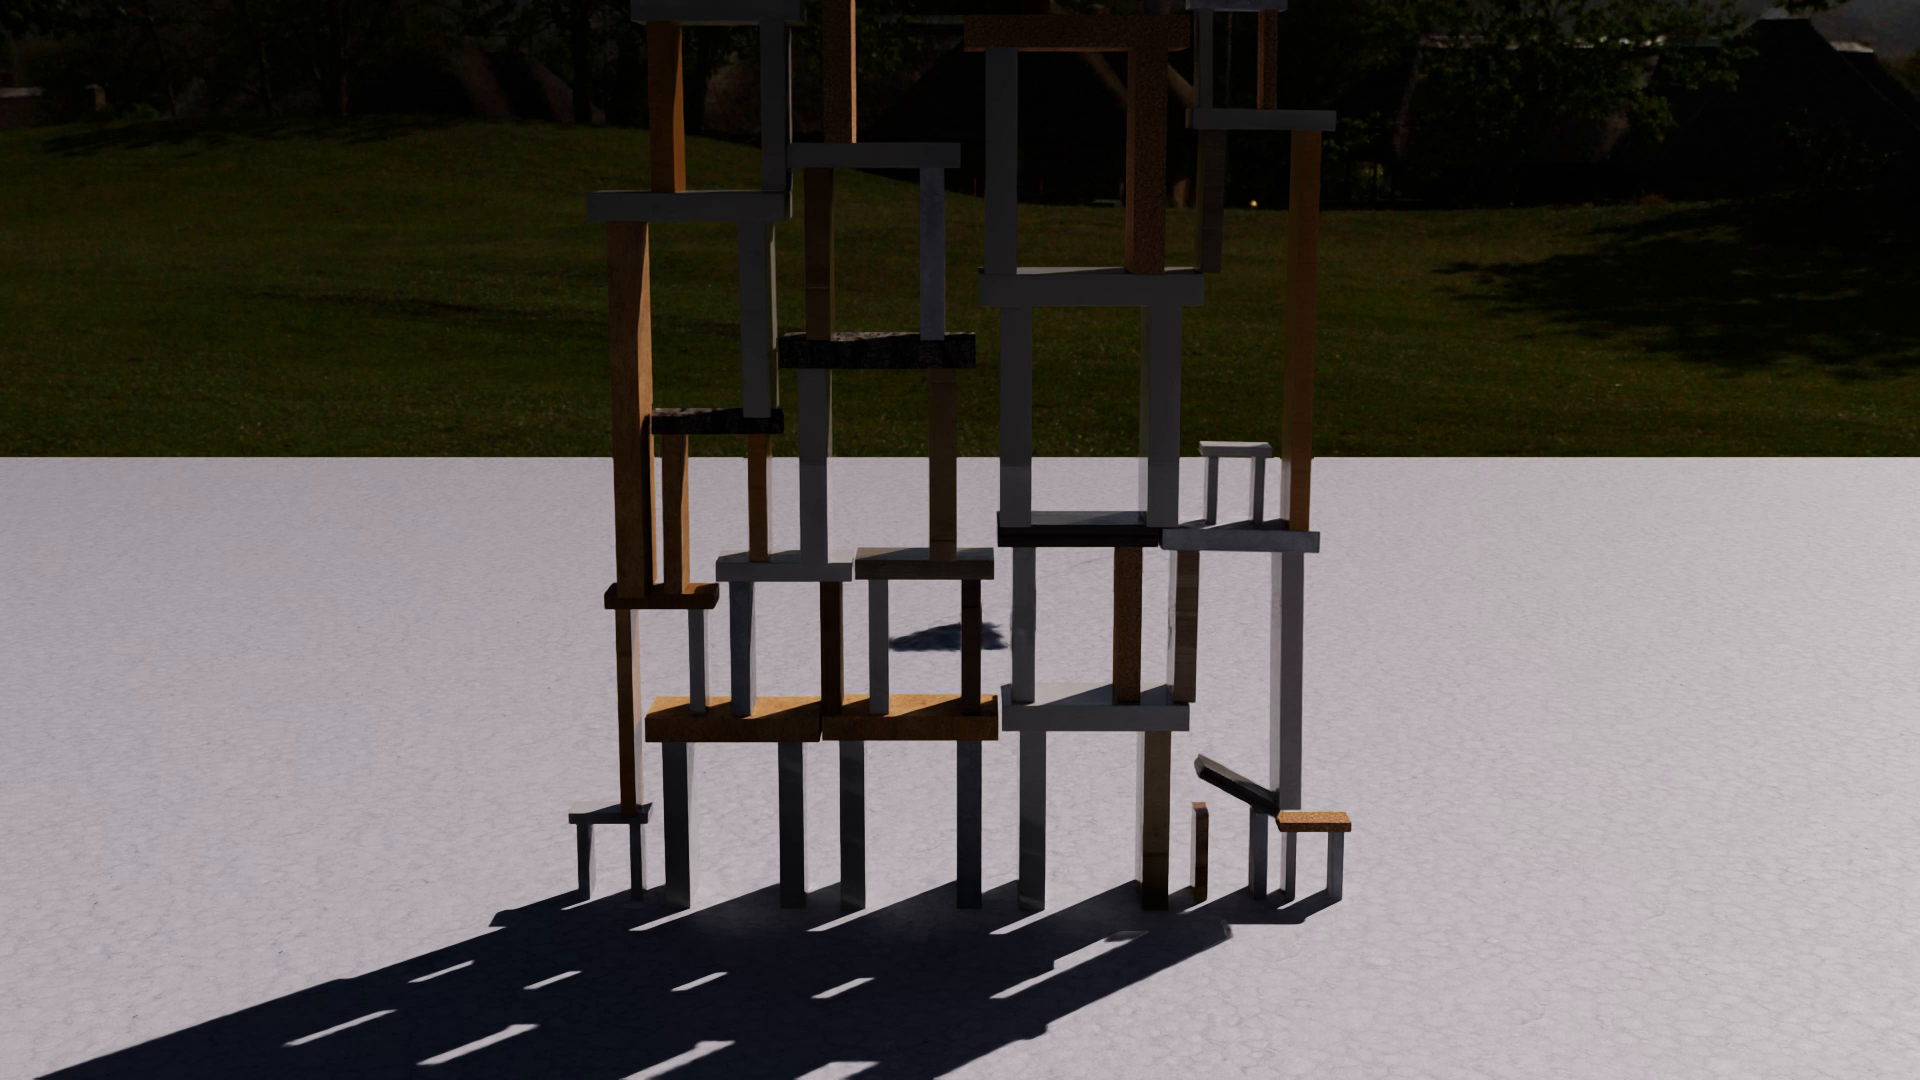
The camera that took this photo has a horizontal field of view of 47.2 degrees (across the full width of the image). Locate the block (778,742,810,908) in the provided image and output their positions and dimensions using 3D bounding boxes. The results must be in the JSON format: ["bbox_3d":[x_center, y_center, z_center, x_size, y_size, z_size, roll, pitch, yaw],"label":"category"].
[{"bbox_3d":[-0.274,0.452,3.643,0.040,0.281,0.140,0,11,0],"label":"block"}]

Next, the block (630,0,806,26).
[{"bbox_3d":[-0.372,-0.818,3.402,0.257,0.036,0.129,0,10,0],"label":"block"}]

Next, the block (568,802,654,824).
[{"bbox_3d":[-0.578,0.452,3.647,0.131,0.018,0.065,0,11,0],"label":"block"}]

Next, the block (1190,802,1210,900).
[{"bbox_3d":[0.398,0.517,3.660,0.021,0.148,0.074,0,11,0],"label":"block"}]

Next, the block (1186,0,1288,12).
[{"bbox_3d":[0.428,-0.831,3.404,0.149,0.021,0.075,1,10,0],"label":"block"}]

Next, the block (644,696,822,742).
[{"bbox_3d":[-0.368,0.294,3.613,0.281,0.040,0.140,0,11,0],"label":"block"}]

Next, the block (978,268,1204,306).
[{"bbox_3d":[0.204,-0.403,3.488,0.348,0.049,0.174,0,11,0],"label":"block"}]

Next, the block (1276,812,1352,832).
[{"bbox_3d":[0.585,0.467,3.644,0.117,0.017,0.059,0,11,0],"label":"block"}]

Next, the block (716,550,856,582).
[{"bbox_3d":[-0.282,0.042,3.566,0.218,0.031,0.109,0,11,0],"label":"block"}]

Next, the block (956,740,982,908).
[{"bbox_3d":[0.015,0.450,3.642,0.040,0.284,0.142,0,11,0],"label":"block"}]

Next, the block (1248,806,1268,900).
[{"bbox_3d":[0.496,0.516,3.660,0.021,0.148,0.074,0,11,0],"label":"block"}]

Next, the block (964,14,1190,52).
[{"bbox_3d":[0.177,-0.786,3.413,0.342,0.048,0.171,0,11,0],"label":"block"}]

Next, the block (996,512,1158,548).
[{"bbox_3d":[0.188,-0.018,3.560,0.256,0.036,0.128,0,11,0],"label":"block"}]

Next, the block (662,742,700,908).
[{"bbox_3d":[-0.461,0.452,3.643,0.040,0.281,0.140,0,11,0],"label":"block"}]

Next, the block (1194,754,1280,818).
[{"bbox_3d":[0.459,0.406,3.639,0.148,0.021,0.074,28,9,-5],"label":"block"}]

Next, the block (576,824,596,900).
[{"bbox_3d":[-0.622,0.525,3.661,0.018,0.130,0.065,0,11,0],"label":"block"}]

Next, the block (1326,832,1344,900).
[{"bbox_3d":[0.624,0.533,3.656,0.017,0.117,0.059,0,11,0],"label":"block"}]

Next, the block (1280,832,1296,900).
[{"bbox_3d":[0.546,0.533,3.656,0.017,0.117,0.059,0,11,0],"label":"block"}]

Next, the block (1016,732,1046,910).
[{"bbox_3d":[0.118,0.442,3.638,0.043,0.301,0.151,0,11,0],"label":"block"}]

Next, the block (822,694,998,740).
[{"bbox_3d":[-0.080,0.291,3.612,0.284,0.040,0.142,0,11,0],"label":"block"}]

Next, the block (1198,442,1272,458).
[{"bbox_3d":[0.443,-0.146,3.534,0.112,0.016,0.056,1,11,0],"label":"block"}]

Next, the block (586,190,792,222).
[{"bbox_3d":[-0.422,-0.526,3.458,0.304,0.043,0.152,0,10,0],"label":"block"}]

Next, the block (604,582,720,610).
[{"bbox_3d":[-0.483,0.091,3.572,0.175,0.025,0.088,0,11,0],"label":"block"}]

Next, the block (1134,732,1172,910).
[{"bbox_3d":[0.319,0.442,3.638,0.043,0.302,0.151,0,11,0],"label":"block"}]

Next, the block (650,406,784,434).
[{"bbox_3d":[-0.388,-0.191,3.519,0.207,0.029,0.103,-1,11,-6],"label":"block"}]

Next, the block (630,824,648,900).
[{"bbox_3d":[-0.535,0.525,3.661,0.018,0.130,0.065,0,11,0],"label":"block"}]

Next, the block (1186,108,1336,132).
[{"bbox_3d":[0.468,-0.656,3.432,0.220,0.031,0.110,1,10,0],"label":"block"}]

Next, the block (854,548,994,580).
[{"bbox_3d":[-0.056,0.037,3.562,0.222,0.031,0.111,0,11,0],"label":"block"}]

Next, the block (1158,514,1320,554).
[{"bbox_3d":[0.447,-0.011,3.558,0.250,0.035,0.125,1,11,0],"label":"block"}]

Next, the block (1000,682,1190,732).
[{"bbox_3d":[0.218,0.273,3.607,0.301,0.043,0.151,0,11,0],"label":"block"}]

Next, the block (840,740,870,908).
[{"bbox_3d":[-0.175,0.450,3.642,0.040,0.284,0.142,0,11,0],"label":"block"}]

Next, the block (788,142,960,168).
[{"bbox_3d":[-0.132,-0.603,3.444,0.266,0.038,0.133,0,11,0],"label":"block"}]

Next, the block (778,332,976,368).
[{"bbox_3d":[-0.129,-0.303,3.508,0.307,0.043,0.153,0,11,0],"label":"block"}]
